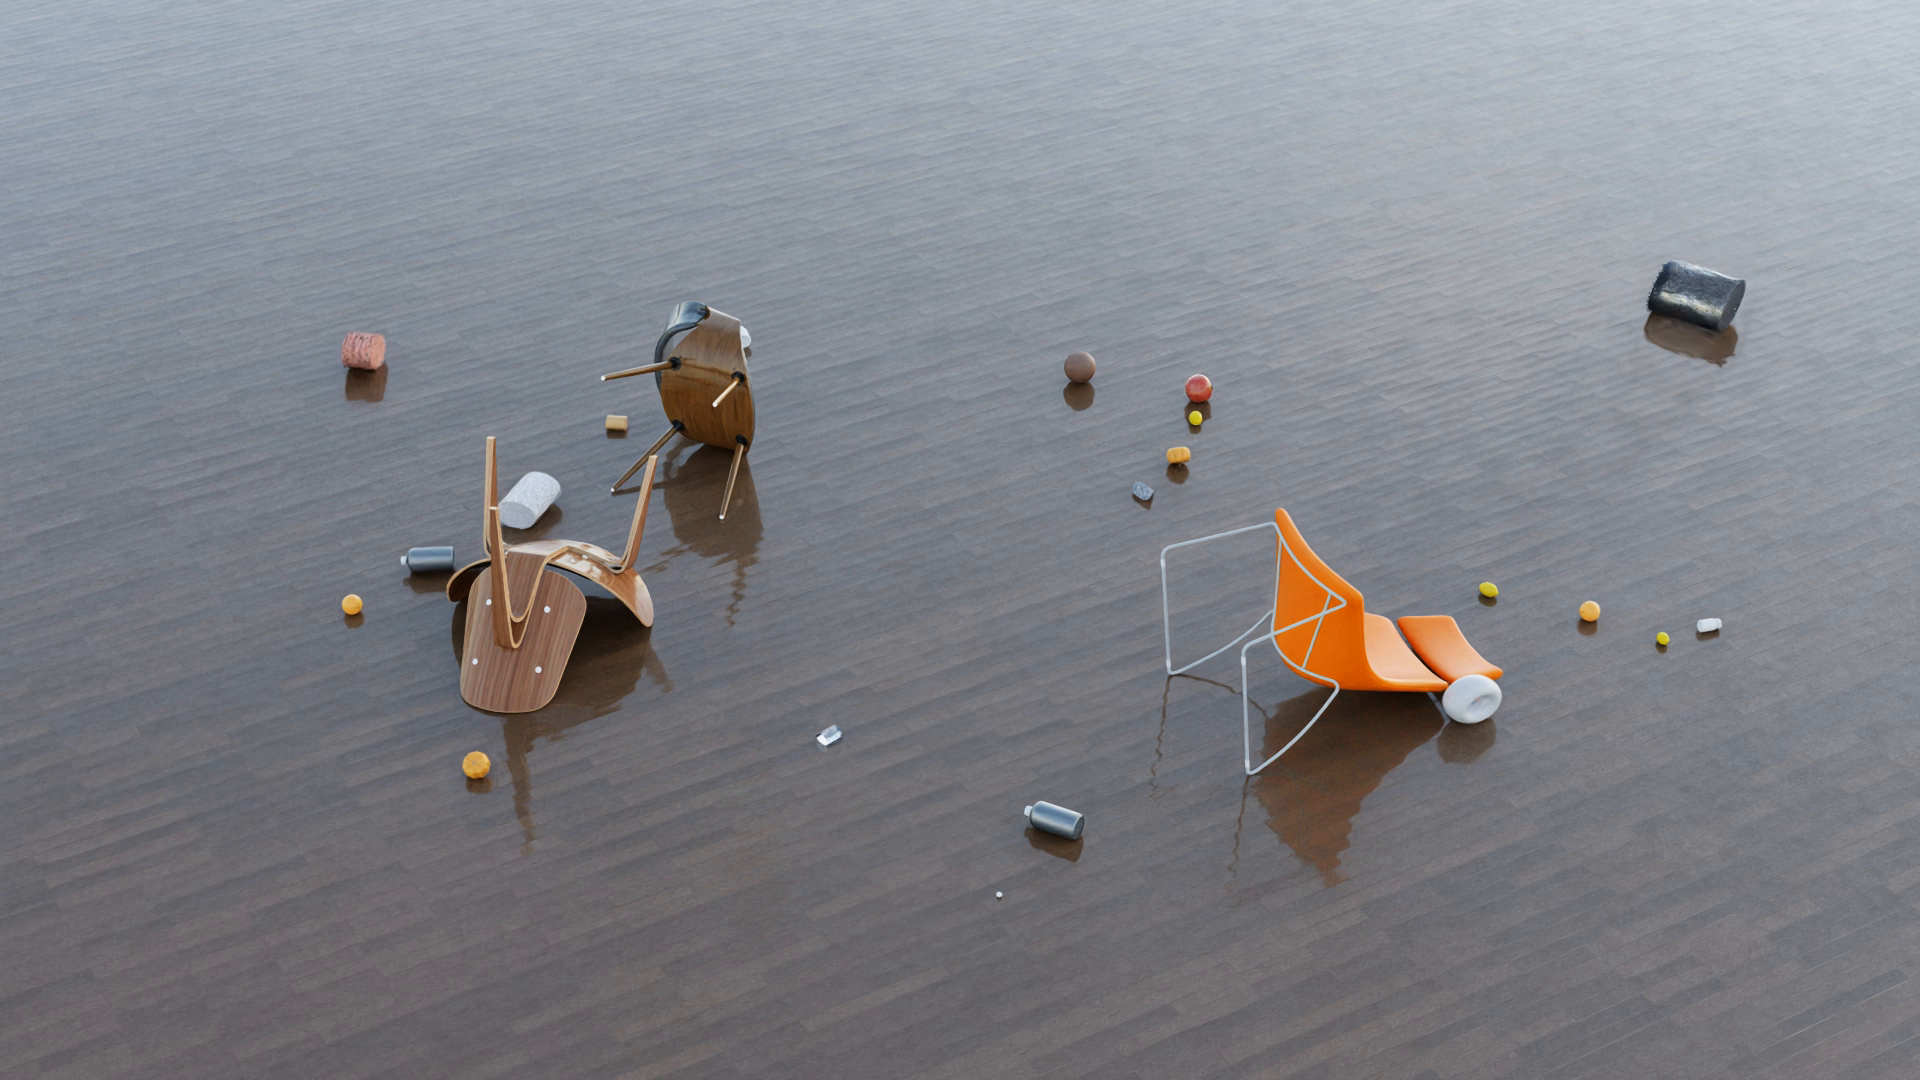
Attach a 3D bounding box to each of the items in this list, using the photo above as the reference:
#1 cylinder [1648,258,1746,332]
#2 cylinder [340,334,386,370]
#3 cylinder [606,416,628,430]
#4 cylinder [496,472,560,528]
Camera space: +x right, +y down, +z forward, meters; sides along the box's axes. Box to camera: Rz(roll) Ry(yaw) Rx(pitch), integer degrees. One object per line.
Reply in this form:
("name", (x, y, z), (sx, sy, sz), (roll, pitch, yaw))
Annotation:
("cylinder", (3.099, -1.030, 12.333), (0.316, 0.171, 0.263), (22, 65, 30))
("cylinder", (-2.440, -0.771, 11.987), (0.122, 0.137, 0.191), (5, 20, 7))
("cylinder", (-1.359, -0.464, 11.604), (0.075, 0.047, 0.061), (4, 47, 7))
("cylinder", (-1.629, -0.150, 11.064), (0.165, 0.119, 0.219), (9, 34, 18))
